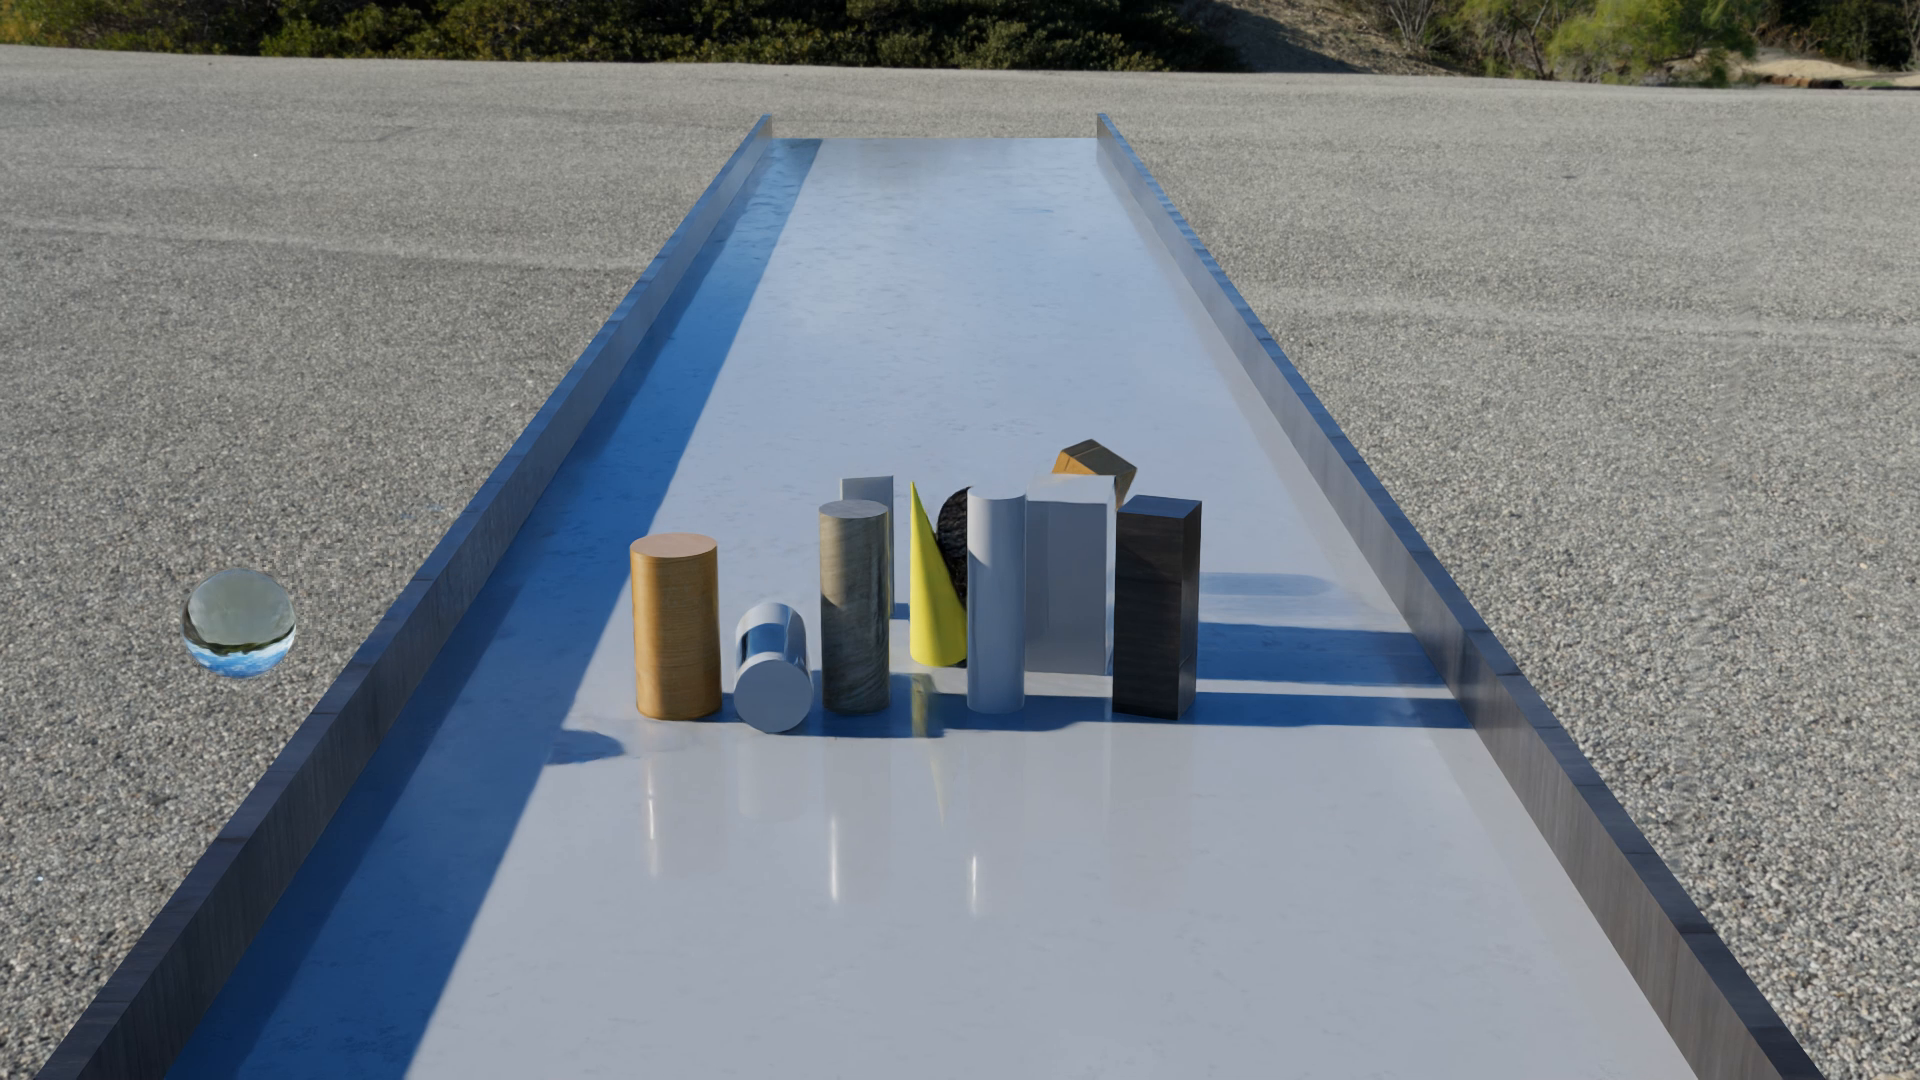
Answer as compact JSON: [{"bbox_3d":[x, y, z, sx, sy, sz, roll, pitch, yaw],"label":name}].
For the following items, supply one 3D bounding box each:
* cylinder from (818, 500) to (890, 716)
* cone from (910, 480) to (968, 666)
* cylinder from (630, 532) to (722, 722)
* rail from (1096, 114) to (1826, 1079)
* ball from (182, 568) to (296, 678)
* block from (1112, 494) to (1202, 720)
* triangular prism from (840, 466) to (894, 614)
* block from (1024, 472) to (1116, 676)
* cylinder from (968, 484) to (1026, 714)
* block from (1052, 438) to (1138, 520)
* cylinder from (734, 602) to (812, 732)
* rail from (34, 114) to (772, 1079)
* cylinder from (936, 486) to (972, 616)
[{"bbox_3d":[-0.197,0.126,4.130,0.129,0.384,0.129,0,17,0],"label":"cylinder"},{"bbox_3d":[-0.063,0.047,4.326,0.136,0.401,0.136,-7,32,5],"label":"cone"},{"bbox_3d":[-0.531,0.162,4.124,0.161,0.319,0.161,0,17,0],"label":"cylinder"},{"bbox_3d":[0.932,-0.844,7.801,0.050,0.150,12.000,0,17,-1],"label":"rail"},{"bbox_3d":[-1.294,0.150,3.949,0.197,0.197,0.197,0,17,0],"label":"ball"},{"bbox_3d":[0.369,0.125,4.118,0.127,0.392,0.127,6,18,20],"label":"block"},{"bbox_3d":[-0.205,0.001,4.685,0.111,0.306,0.097,-4,17,-12],"label":"triangular prism"},{"bbox_3d":[0.217,0.067,4.349,0.162,0.361,0.162,3,21,9],"label":"block"},{"bbox_3d":[0.068,0.111,4.119,0.109,0.419,0.109,0,17,0],"label":"cylinder"},{"bbox_3d":[0.217,-0.001,4.515,0.119,0.392,0.119,34,31,23],"label":"block"},{"bbox_3d":[-0.356,0.238,4.175,0.142,0.142,0.334,-1,17,-5],"label":"cylinder"},{"bbox_3d":[-1.118,-0.838,7.780,0.050,0.150,12.000,0,17,-1],"label":"rail"},{"bbox_3d":[0.025,0.033,4.486,0.167,0.167,0.390,-1,-18,-5],"label":"cylinder"}]
